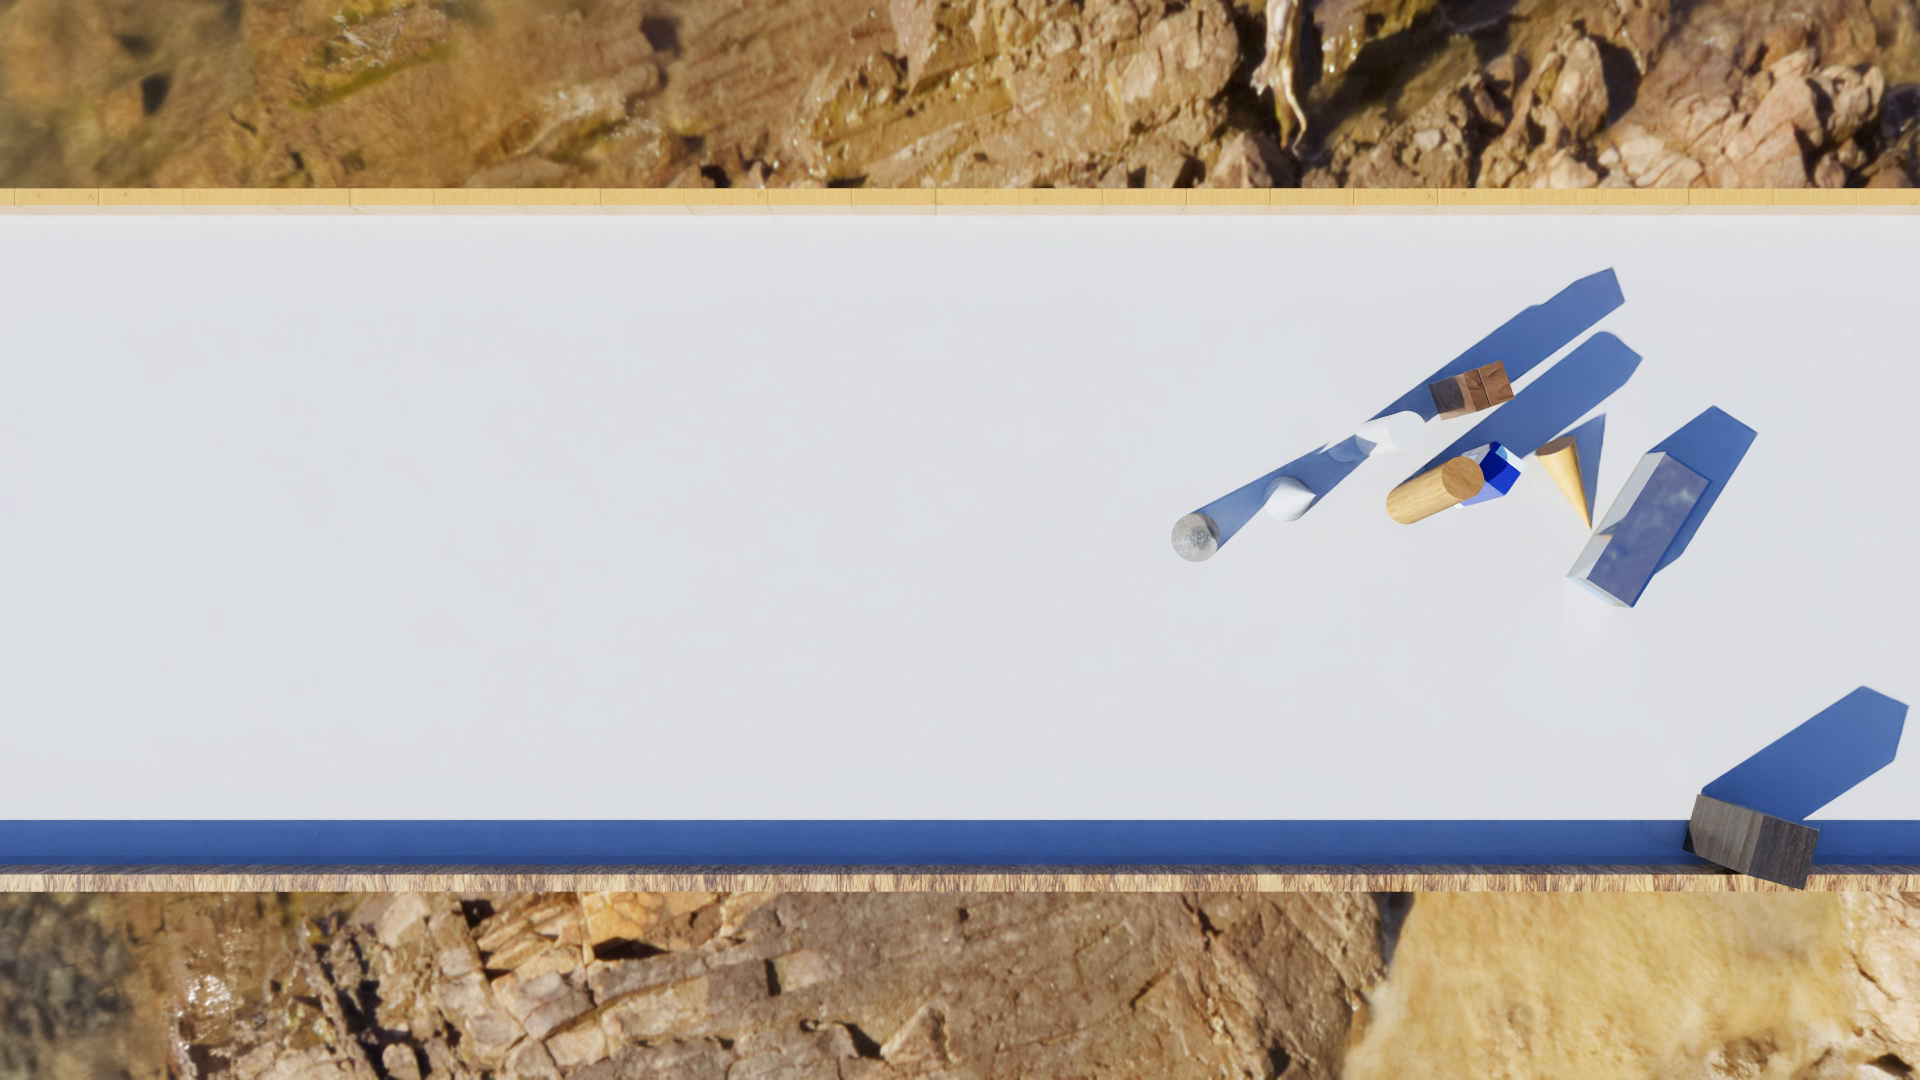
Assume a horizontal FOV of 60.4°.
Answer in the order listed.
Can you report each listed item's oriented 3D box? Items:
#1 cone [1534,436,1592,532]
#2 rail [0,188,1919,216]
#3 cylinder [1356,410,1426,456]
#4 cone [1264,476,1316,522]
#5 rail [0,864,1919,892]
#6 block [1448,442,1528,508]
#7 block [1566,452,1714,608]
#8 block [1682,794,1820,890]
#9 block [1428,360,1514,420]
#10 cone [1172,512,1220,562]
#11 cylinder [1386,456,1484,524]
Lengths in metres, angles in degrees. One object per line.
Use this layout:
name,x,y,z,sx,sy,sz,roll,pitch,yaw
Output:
cone,1.876,-0.153,5.045,0.127,0.127,0.302,-27,102,0
rail,-2.247,-1.025,5.002,12.000,0.150,0.050,0,90,0
cylinder,1.272,-0.312,4.884,0.110,0.385,0.110,0,90,0
cone,1.006,-0.127,4.870,0.143,0.413,0.143,0,90,0
rail,-2.247,1.025,5.001,12.000,0.150,0.050,0,90,0
block,1.529,-0.189,4.886,0.112,0.373,0.112,37,84,0
block,2.054,-0.030,4.994,0.165,0.165,0.448,32,90,0
block,2.341,0.891,4.893,0.177,0.351,0.177,15,90,-6
block,1.516,-0.441,4.901,0.117,0.350,0.117,-20,90,0
cone,0.726,-0.007,4.917,0.152,0.320,0.152,0,90,0
cylinder,1.390,-0.141,4.847,0.123,0.444,0.123,1,81,-5
